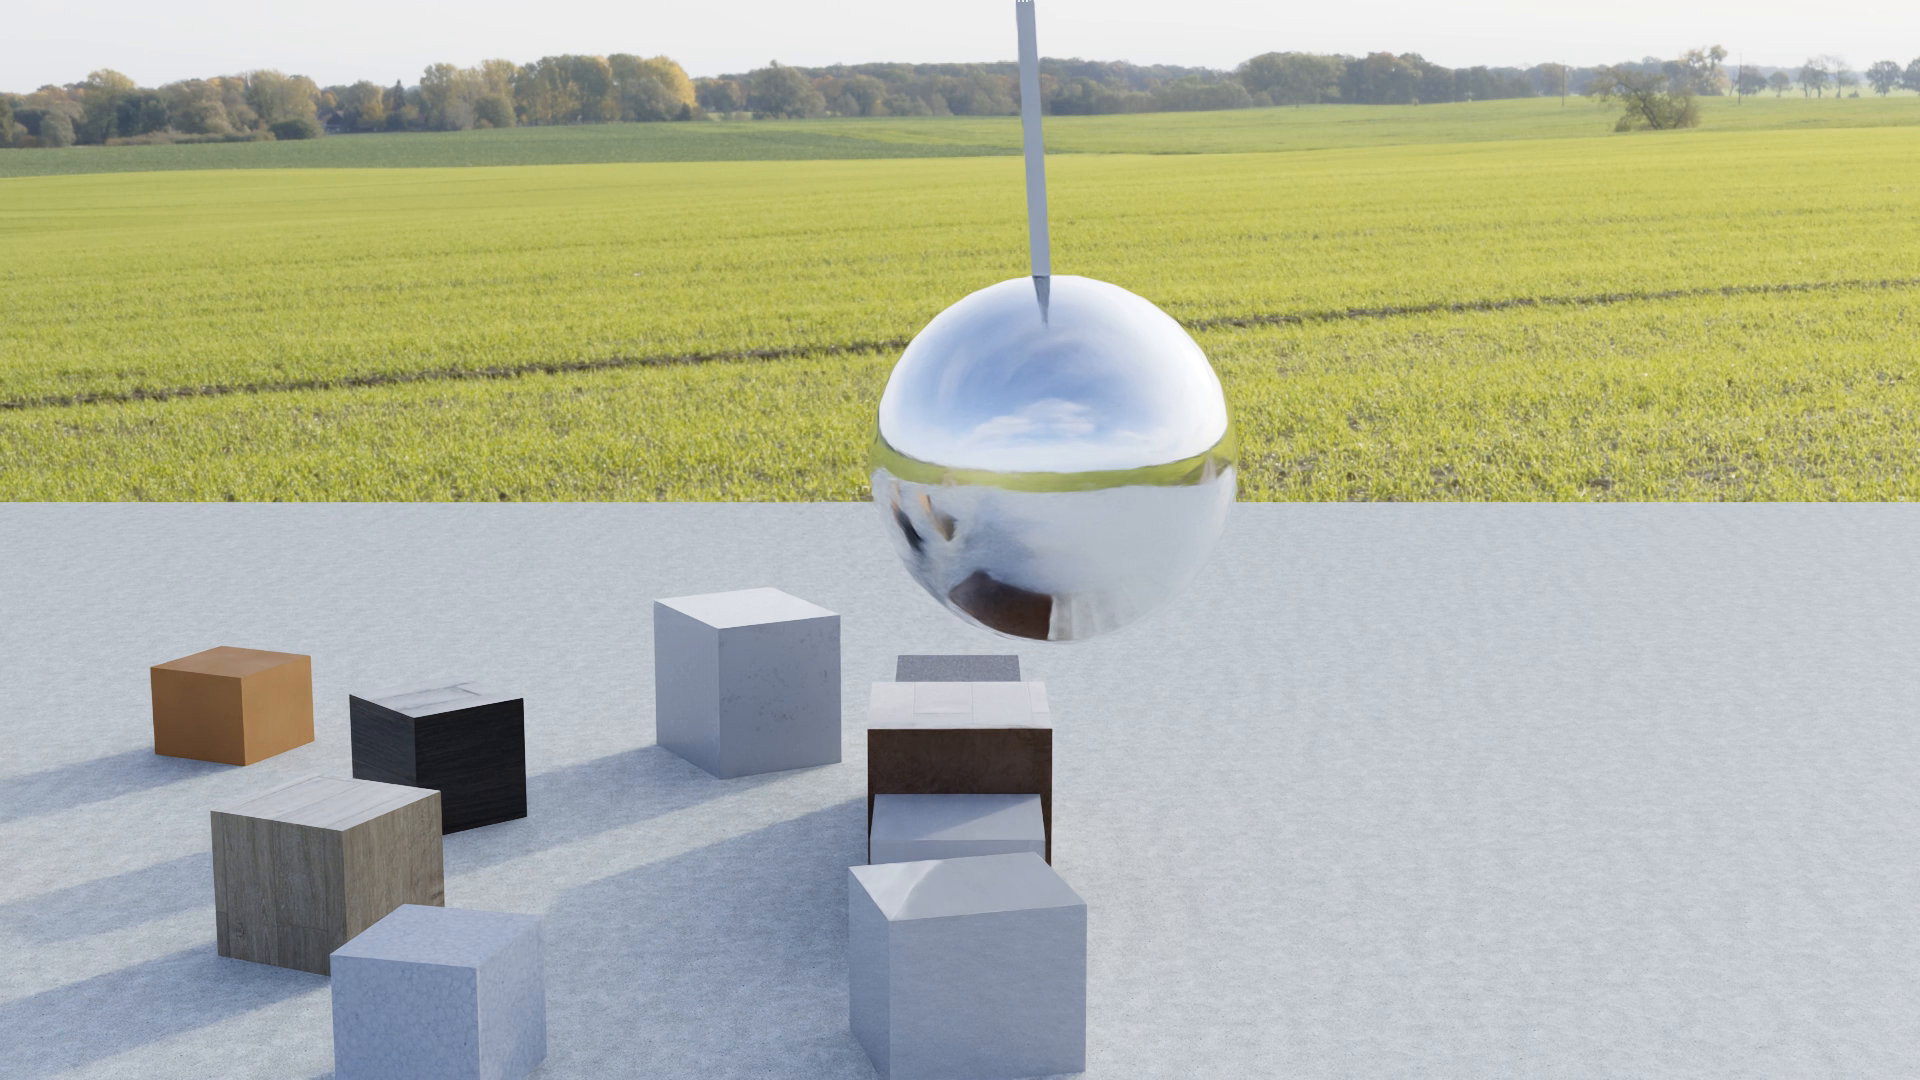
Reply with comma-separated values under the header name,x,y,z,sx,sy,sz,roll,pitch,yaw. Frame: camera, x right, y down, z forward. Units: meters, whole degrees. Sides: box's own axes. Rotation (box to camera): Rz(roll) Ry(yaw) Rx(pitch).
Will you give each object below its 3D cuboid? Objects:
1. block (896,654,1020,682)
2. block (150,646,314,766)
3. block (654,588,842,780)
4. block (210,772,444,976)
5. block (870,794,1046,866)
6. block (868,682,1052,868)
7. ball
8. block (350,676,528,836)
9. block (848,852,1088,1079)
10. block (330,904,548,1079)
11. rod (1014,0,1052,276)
name,x,y,z,sx,sy,sz,roll,pitch,yaw
block,-0.009,0.952,12.466,0.595,0.667,0.607,0,10,0
block,-3.823,0.866,13.498,0.590,0.467,0.560,5,11,24
block,-1.111,0.731,13.369,0.683,0.779,0.825,-6,12,-29
block,-2.561,1.352,10.432,0.658,0.607,0.626,5,11,25
block,-0.010,1.388,10.351,0.682,0.565,0.651,0,10,0
block,-0.004,1.118,11.061,0.764,0.842,0.827,0,10,-1
ball,0.402,-0.348,11.117,1.600,1.600,1.600,0,10,0
block,-2.494,1.030,12.262,0.585,0.587,0.614,-9,14,-41
block,0.018,1.550,9.300,0.717,0.623,0.637,-3,11,-15
block,-1.826,1.644,9.033,0.543,0.533,0.563,3,11,14
rod,0.174,-3.686,10.510,0.080,5.200,0.080,-4,10,1
